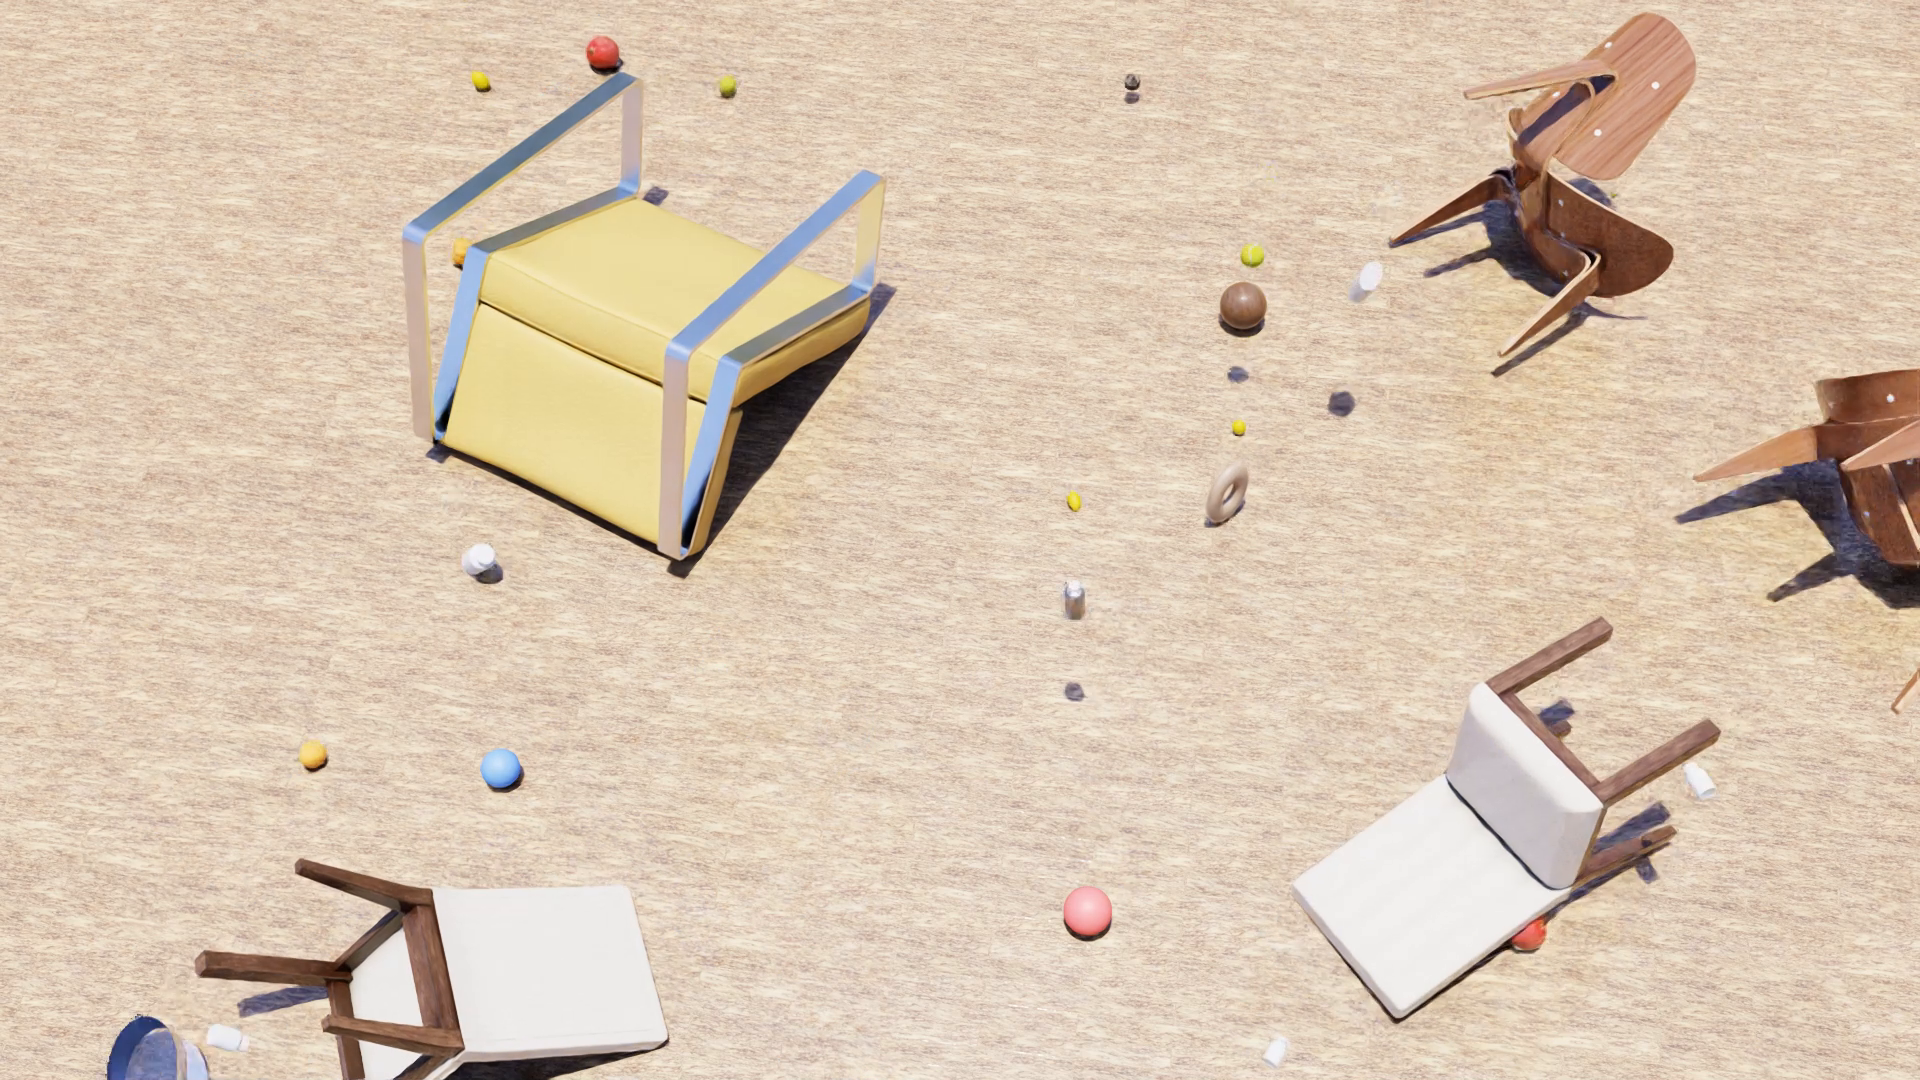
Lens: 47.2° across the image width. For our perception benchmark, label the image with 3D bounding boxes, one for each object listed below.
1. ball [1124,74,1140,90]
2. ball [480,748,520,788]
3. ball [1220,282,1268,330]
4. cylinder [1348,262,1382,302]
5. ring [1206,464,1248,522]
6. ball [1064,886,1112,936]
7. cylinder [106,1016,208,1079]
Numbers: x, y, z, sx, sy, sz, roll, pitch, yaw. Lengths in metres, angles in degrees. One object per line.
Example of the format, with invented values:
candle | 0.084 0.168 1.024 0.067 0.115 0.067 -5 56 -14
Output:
ball | 0.590 -1.567 7.525 0.057 0.057 0.057 0 56 0
ball | -1.271 0.631 6.085 0.109 0.109 0.109 0 56 0
ball | 0.900 -0.745 6.983 0.152 0.152 0.152 0 56 0
cylinder | 1.164 -0.740 6.313 0.059 0.088 0.101 31 69 -1
ring | 0.796 -0.139 6.547 0.159 0.212 0.040 -22 48 -35
ball | 0.339 0.984 5.836 0.130 0.130 0.130 0 56 0
cylinder | -2.020 1.362 5.538 0.185 0.173 0.286 -15 60 1
